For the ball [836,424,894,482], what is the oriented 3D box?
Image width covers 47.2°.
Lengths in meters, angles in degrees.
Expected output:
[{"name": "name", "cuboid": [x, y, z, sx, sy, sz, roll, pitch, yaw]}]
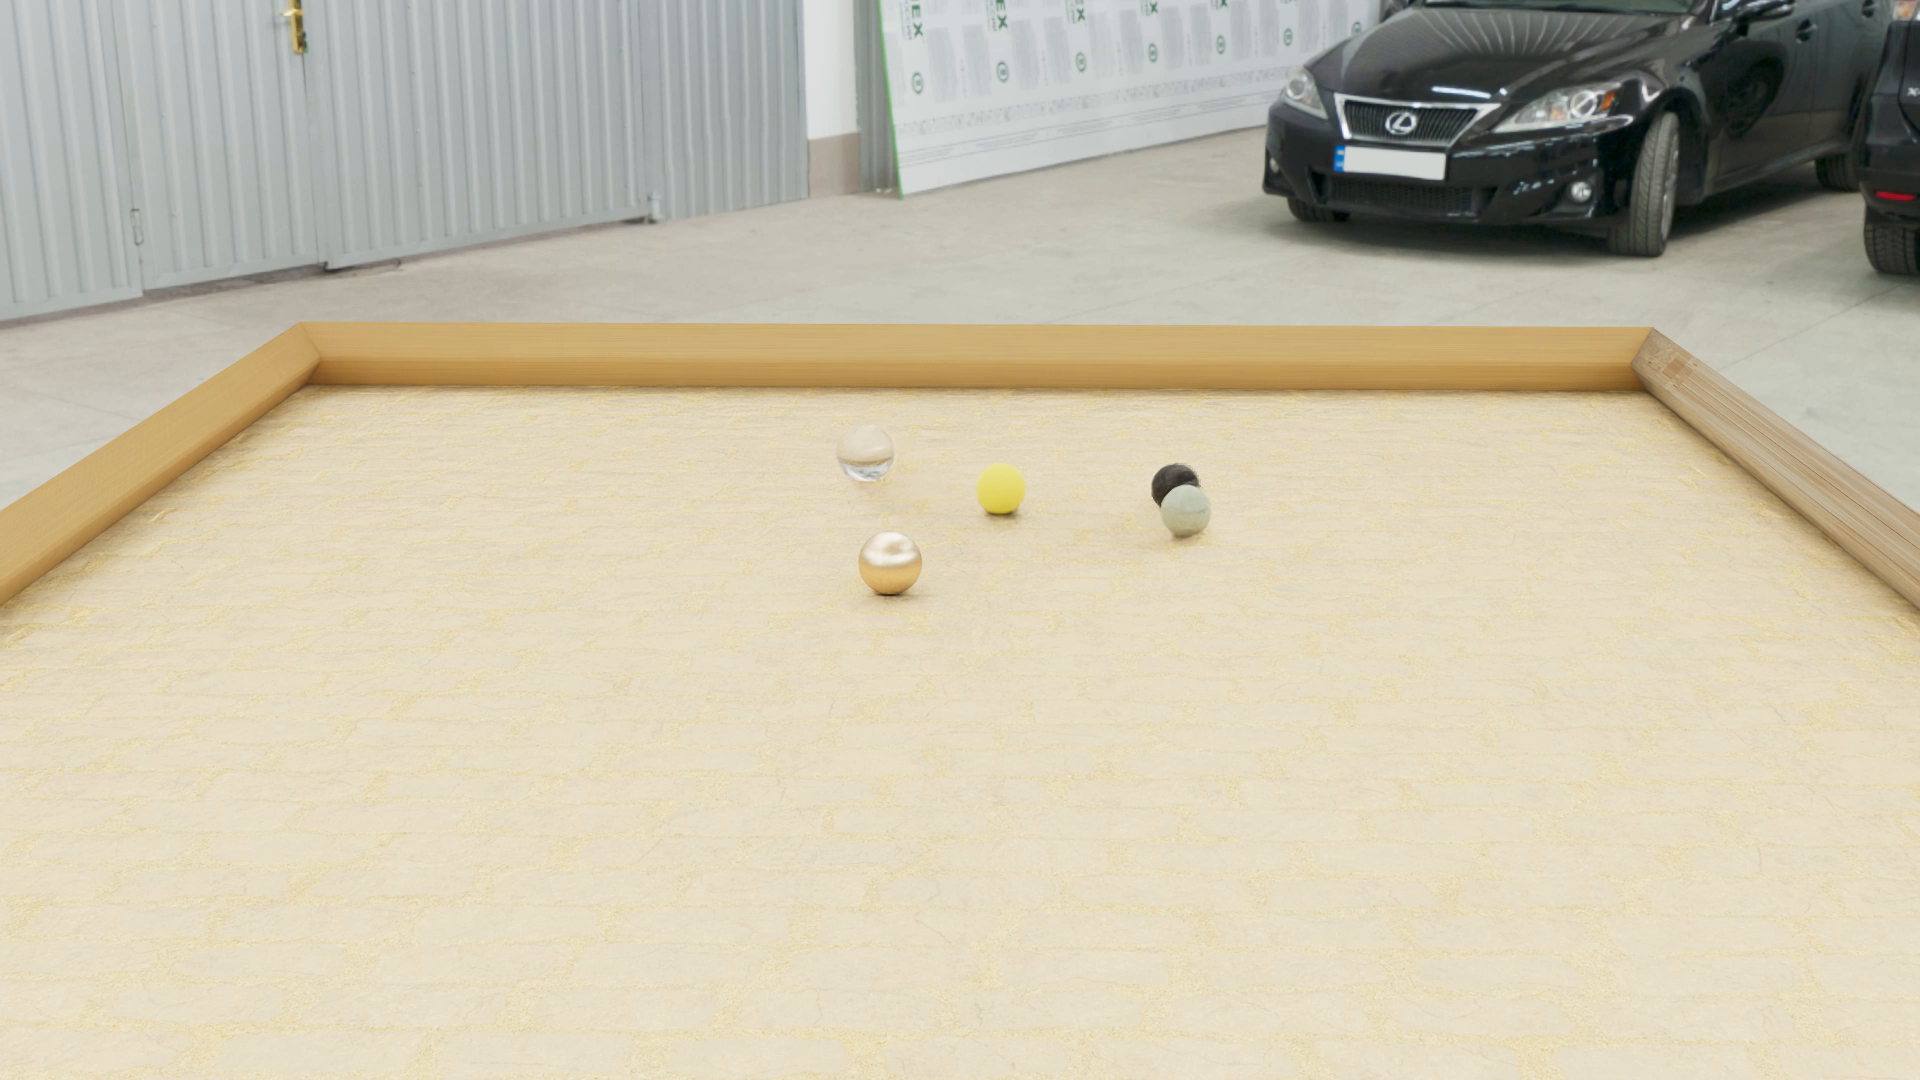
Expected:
[{"name": "ball", "cuboid": [-0.137, -0.126, 3.198, 0.084, 0.084, 0.084, 0, 17, 0]}]

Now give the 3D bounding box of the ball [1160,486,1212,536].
[{"name": "ball", "cuboid": [0.302, -0.039, 2.935, 0.069, 0.069, 0.069, 0, 17, 0]}]

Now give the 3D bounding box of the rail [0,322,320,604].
[{"name": "rail", "cuboid": [-1.157, 0.276, 1.822, 0.045, 0.109, 4.143, 0, 17, 1]}]

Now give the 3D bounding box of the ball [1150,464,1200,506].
[{"name": "ball", "cuboid": [0.298, -0.071, 3.045, 0.068, 0.068, 0.068, 0, 17, 0]}]

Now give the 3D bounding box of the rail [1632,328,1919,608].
[{"name": "rail", "cuboid": [1.115, 0.289, 1.778, 0.045, 0.109, 4.143, 0, 17, 1]}]

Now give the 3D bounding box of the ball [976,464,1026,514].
[{"name": "ball", "cuboid": [0.055, -0.069, 3.036, 0.069, 0.069, 0.069, 0, 17, 0]}]

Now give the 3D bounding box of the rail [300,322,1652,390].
[{"name": "rail", "cuboid": [0.021, -0.310, 3.759, 2.320, 0.109, 0.045, 0, 17, 1]}]

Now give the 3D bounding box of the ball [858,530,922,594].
[{"name": "ball", "cuboid": [-0.086, 0.028, 2.698, 0.079, 0.079, 0.079, 0, 17, 0]}]
